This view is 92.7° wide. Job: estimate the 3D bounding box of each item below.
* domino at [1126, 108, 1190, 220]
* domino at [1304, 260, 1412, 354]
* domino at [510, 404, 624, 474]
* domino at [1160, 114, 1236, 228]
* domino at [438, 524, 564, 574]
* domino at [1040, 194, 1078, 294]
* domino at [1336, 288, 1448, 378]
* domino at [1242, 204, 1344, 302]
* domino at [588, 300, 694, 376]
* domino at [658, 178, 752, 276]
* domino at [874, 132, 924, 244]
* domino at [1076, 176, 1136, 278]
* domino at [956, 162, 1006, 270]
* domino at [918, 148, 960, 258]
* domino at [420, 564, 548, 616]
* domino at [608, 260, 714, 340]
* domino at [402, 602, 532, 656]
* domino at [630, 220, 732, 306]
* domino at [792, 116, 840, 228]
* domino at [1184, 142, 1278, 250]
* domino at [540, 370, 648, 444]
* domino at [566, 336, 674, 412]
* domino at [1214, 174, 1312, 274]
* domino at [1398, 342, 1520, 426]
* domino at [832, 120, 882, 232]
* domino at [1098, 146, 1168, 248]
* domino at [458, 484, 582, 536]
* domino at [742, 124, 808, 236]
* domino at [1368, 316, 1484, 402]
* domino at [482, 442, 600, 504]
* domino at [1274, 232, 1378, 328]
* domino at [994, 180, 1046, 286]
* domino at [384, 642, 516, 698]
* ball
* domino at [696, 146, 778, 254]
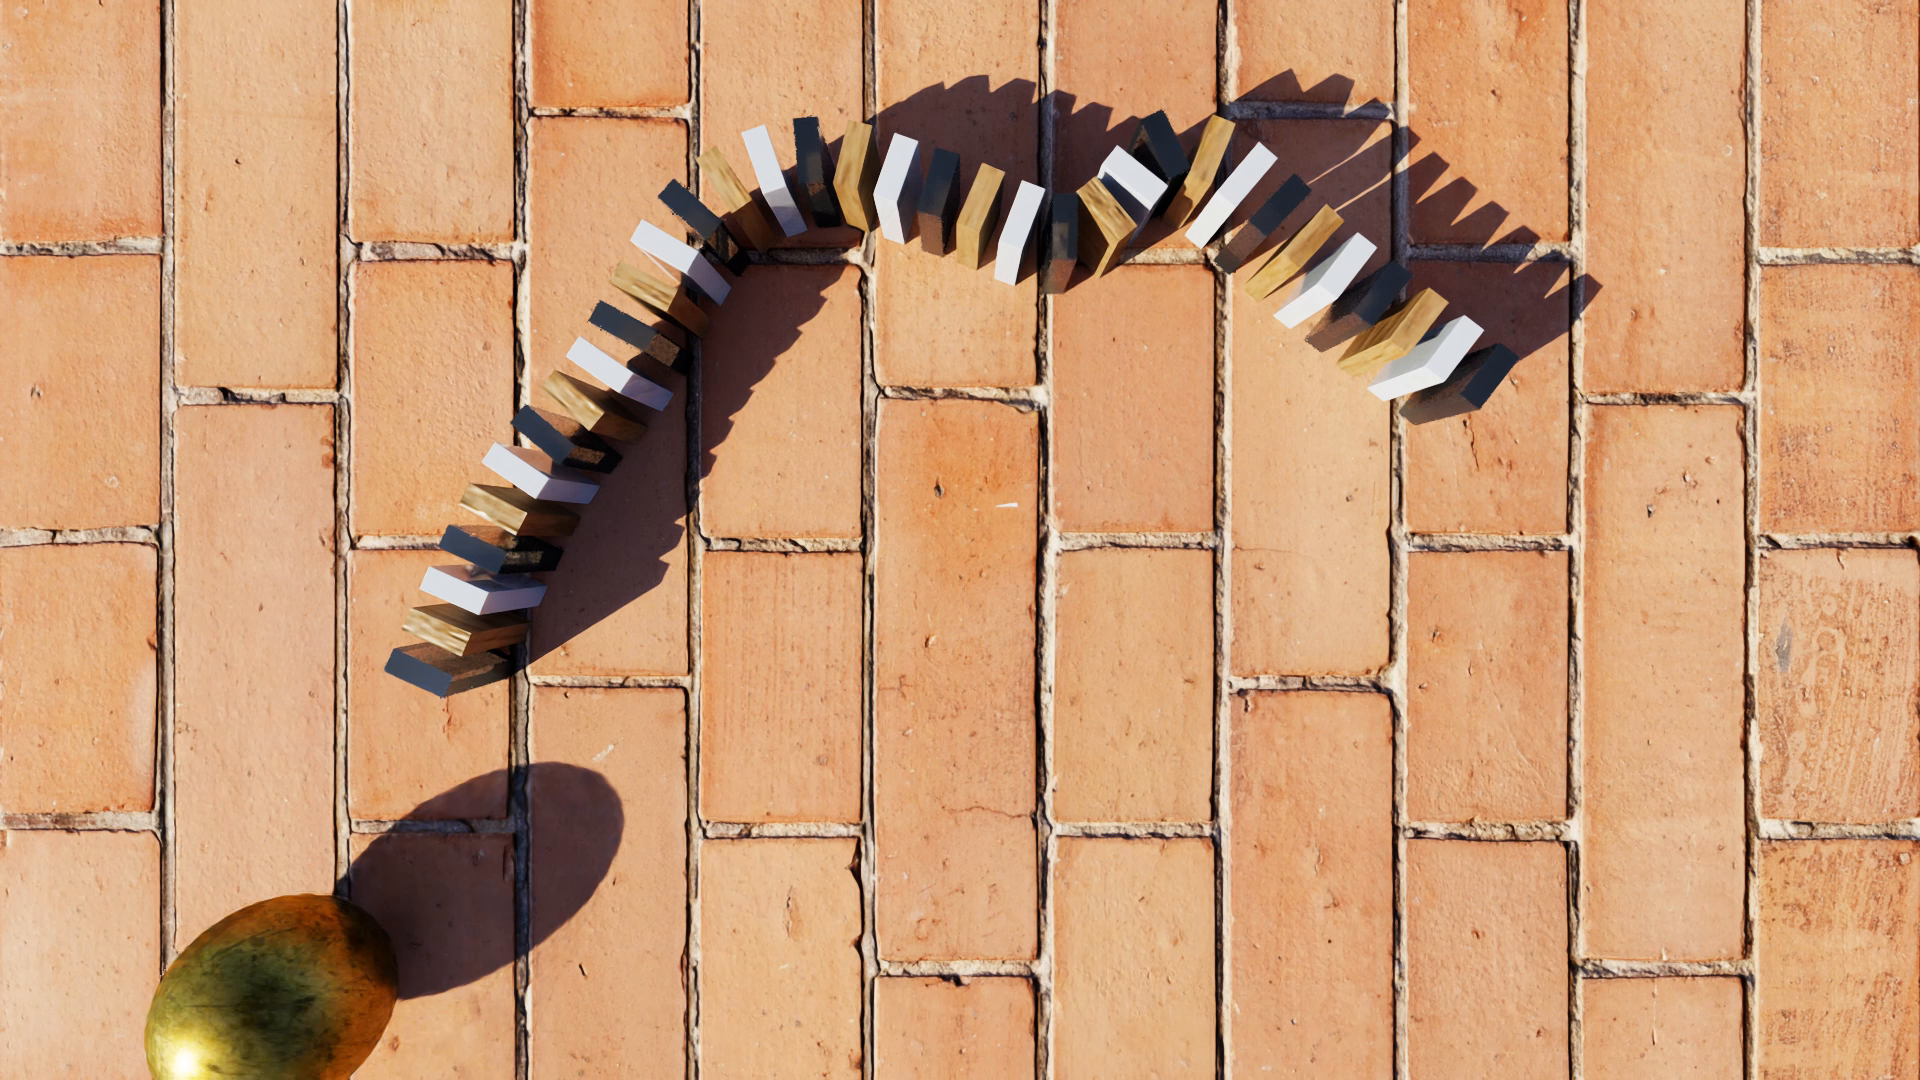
[{"bbox_3d":[0.079,-0.151,0.375,0.009,0.050,0.025,-25,90,0],"label":"domino"},{"bbox_3d":[0.162,-0.094,0.375,0.009,0.050,0.025,38,90,0],"label":"domino"},{"bbox_3d":[-0.159,-0.040,0.375,0.025,0.050,0.009,40,90,0],"label":"domino"},{"bbox_3d":[0.096,-0.149,0.375,0.009,0.050,0.025,22,90,0],"label":"domino"},{"bbox_3d":[-0.186,0.004,0.375,0.025,0.050,0.010,25,90,0],"label":"domino"},{"bbox_3d":[0.040,-0.120,0.375,0.009,0.050,0.025,1,90,0],"label":"domino"},{"bbox_3d":[0.175,-0.084,0.375,0.009,0.050,0.025,38,90,0],"label":"domino"},{"bbox_3d":[0.135,-0.116,0.375,0.010,0.050,0.025,43,90,0],"label":"domino"},{"bbox_3d":[-0.129,-0.082,0.375,0.025,0.050,0.009,28,90,0],"label":"domino"},{"bbox_3d":[-0.103,-0.127,0.375,0.025,0.050,0.010,41,90,0],"label":"domino"},{"bbox_3d":[-0.025,-0.142,0.375,0.009,0.050,0.025,19,90,0],"label":"domino"},{"bbox_3d":[0.056,-0.127,0.375,0.010,0.050,0.025,-40,90,0],"label":"domino"},{"bbox_3d":[0.008,-0.131,0.375,0.010,0.050,0.025,23,90,0],"label":"domino"},{"bbox_3d":[-0.008,-0.137,0.375,0.009,0.050,0.025,17,90,0],"label":"domino"},{"bbox_3d":[-0.193,0.019,0.375,0.025,0.050,0.010,24,90,0],"label":"domino"},{"bbox_3d":[-0.121,-0.097,0.375,0.025,0.050,0.009,27,90,0],"label":"domino"},{"bbox_3d":[-0.200,0.035,0.375,0.025,0.050,0.009,23,90,0],"label":"domino"},{"bbox_3d":[-0.113,-0.112,0.375,0.025,0.050,0.009,30,90,0],"label":"domino"},{"bbox_3d":[-0.058,-0.149,0.375,0.009,0.050,0.025,-5,90,0],"label":"domino"},{"bbox_3d":[0.110,-0.140,0.375,0.009,0.050,0.025,40,90,0],"label":"domino"},{"bbox_3d":[-0.148,-0.053,0.375,0.025,0.050,0.010,40,90,0],"label":"domino"},{"bbox_3d":[-0.138,-0.067,0.375,0.025,0.050,0.009,35,90,0],"label":"domino"},{"bbox_3d":[0.122,-0.128,0.375,0.010,0.050,0.025,44,90,0],"label":"domino"},{"bbox_3d":[0.203,-0.063,0.375,0.009,0.050,0.025,38,90,0],"label":"domino"},{"bbox_3d":[-0.041,-0.147,0.375,0.009,0.050,0.025,14,90,0],"label":"domino"},{"bbox_3d":[0.067,-0.139,0.375,0.025,0.050,0.009,39,90,0],"label":"domino"},{"bbox_3d":[-0.179,-0.012,0.375,0.025,0.050,0.010,28,90,0],"label":"domino"},{"bbox_3d":[-0.075,-0.146,0.375,0.010,0.050,0.025,-19,90,0],"label":"domino"},{"bbox_3d":[0.189,-0.073,0.375,0.010,0.050,0.025,38,90,0],"label":"domino"},{"bbox_3d":[-0.170,-0.027,0.375,0.025,0.050,0.010,34,90,0],"label":"domino"},{"bbox_3d":[0.148,-0.105,0.375,0.009,0.050,0.025,38,90,0],"label":"domino"},{"bbox_3d":[0.024,-0.124,0.375,0.009,0.050,0.025,21,90,0],"label":"domino"},{"bbox_3d":[-0.207,0.051,0.375,0.025,0.050,0.009,25,90,0],"label":"domino"},{"bbox_3d":[-0.267,0.182,0.360,0.080,0.080,0.080,0,90,0],"label":"ball"},{"bbox_3d":[-0.090,-0.138,0.375,0.009,0.050,0.025,-34,90,0],"label":"domino"}]
